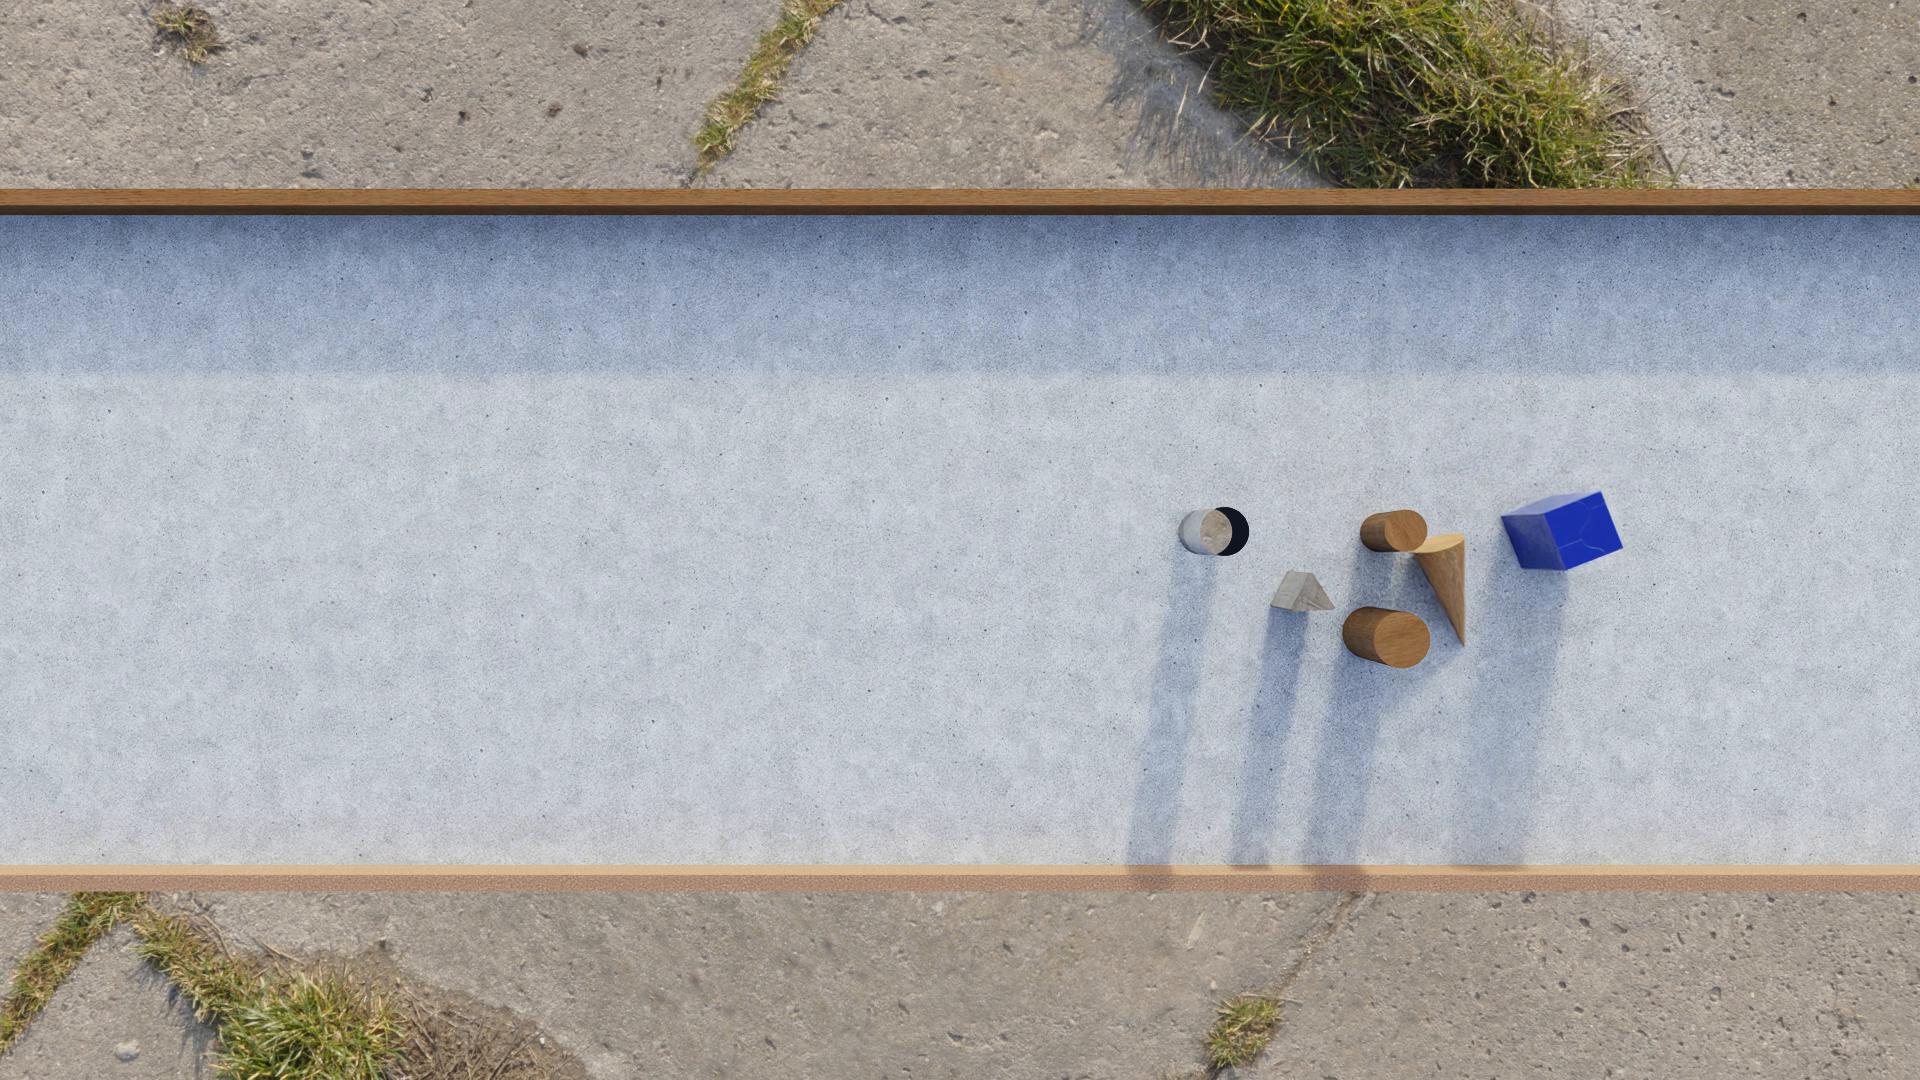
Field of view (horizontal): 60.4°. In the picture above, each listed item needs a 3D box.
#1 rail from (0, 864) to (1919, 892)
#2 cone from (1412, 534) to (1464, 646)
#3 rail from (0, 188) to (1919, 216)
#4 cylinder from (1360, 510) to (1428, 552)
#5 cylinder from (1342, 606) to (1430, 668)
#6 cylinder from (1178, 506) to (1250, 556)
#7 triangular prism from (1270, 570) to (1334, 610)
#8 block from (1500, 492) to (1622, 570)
[{"bbox_3d":[-2.247,1.025,5.001,12.000,0.150,0.050,0,90,0],"label":"rail"},{"bbox_3d":[1.500,0.173,5.039,0.154,0.154,0.349,-18,103,0],"label":"cone"},{"bbox_3d":[-2.247,-1.025,5.002,12.000,0.150,0.050,0,90,0],"label":"rail"},{"bbox_3d":[1.276,-0.024,4.866,0.120,0.413,0.120,0,89,4],"label":"cylinder"},{"bbox_3d":[1.258,0.285,4.885,0.162,0.383,0.162,0,90,0],"label":"cylinder"},{"bbox_3d":[0.741,-0.024,4.848,0.138,0.458,0.138,0,90,0],"label":"cylinder"},{"bbox_3d":[1.014,0.147,4.911,0.123,0.330,0.106,-3,90,0],"label":"triangular prism"},{"bbox_3d":[1.777,-0.025,4.887,0.174,0.379,0.174,-21,90,0],"label":"block"}]
